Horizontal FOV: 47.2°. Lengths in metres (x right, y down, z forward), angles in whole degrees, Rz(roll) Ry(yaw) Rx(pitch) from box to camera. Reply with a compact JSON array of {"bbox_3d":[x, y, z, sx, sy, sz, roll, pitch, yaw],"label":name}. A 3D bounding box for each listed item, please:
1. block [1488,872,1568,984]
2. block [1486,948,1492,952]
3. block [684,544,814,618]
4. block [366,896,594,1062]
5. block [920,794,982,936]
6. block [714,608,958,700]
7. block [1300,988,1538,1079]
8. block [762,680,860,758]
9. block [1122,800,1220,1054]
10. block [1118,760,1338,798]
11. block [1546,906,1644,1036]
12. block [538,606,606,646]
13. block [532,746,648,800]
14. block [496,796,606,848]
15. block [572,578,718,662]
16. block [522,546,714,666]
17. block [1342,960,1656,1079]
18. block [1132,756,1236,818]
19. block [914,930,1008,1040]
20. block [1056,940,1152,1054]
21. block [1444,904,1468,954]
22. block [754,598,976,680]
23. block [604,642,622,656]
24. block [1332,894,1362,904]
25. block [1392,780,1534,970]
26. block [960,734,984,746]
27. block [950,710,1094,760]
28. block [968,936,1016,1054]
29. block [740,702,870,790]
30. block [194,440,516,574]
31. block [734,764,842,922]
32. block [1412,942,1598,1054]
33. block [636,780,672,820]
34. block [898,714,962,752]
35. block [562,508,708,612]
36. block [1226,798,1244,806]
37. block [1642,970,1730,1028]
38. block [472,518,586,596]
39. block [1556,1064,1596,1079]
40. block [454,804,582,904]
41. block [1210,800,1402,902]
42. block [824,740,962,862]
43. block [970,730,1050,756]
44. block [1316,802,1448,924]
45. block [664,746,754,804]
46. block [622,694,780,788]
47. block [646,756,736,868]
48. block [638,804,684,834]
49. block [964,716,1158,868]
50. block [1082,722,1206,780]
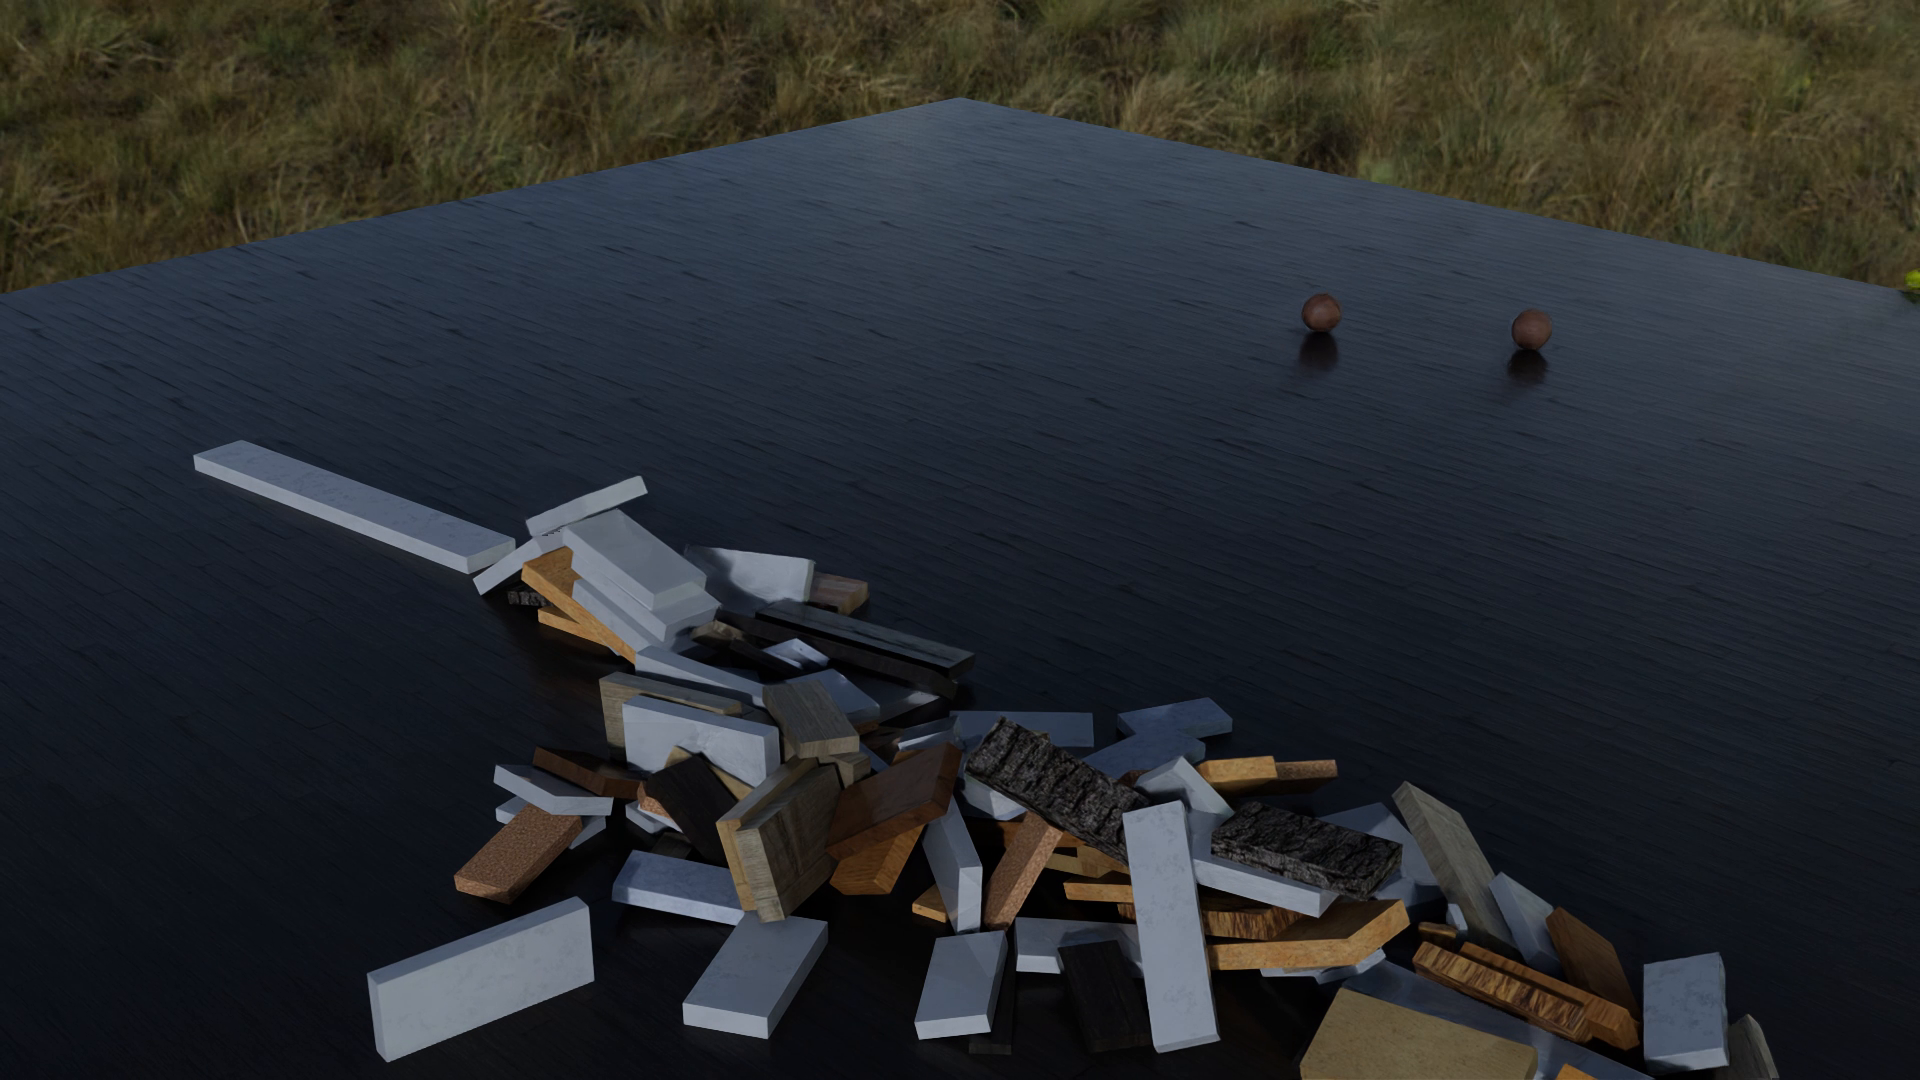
[{"bbox_3d":[1.043,0.709,3.955,0.129,0.036,0.257,34,18,-15],"label":"block"},{"bbox_3d":[0.950,0.757,3.821,0.130,0.018,0.065,37,-16,-2],"label":"block"},{"bbox_3d":[-0.519,0.110,5.299,0.319,0.159,0.045,7,-9,15],"label":"block"},{"bbox_3d":[-0.819,0.753,3.788,0.393,0.155,0.044,-17,28,-34],"label":"block"},{"bbox_3d":[-0.025,0.575,4.161,0.042,0.149,0.422,-3,23,-11],"label":"block"},{"bbox_3d":[-0.285,0.255,4.928,0.587,0.037,0.130,14,-12,29],"label":"block"},{"bbox_3d":[0.735,0.844,3.530,0.336,0.048,0.168,13,47,30],"label":"block"},{"bbox_3d":[-0.301,0.357,4.405,0.121,0.034,0.258,-6,24,-21],"label":"block"},{"bbox_3d":[0.366,0.667,3.832,0.110,0.031,0.455,-15,51,12],"label":"block"},{"bbox_3d":[0.524,0.482,4.378,0.443,0.036,0.127,-1,-21,-18],"label":"block"},{"bbox_3d":[1.109,0.756,3.844,0.129,0.036,0.257,35,20,-12],"label":"block"},{"bbox_3d":[-0.887,0.190,5.270,0.231,0.033,0.116,16,28,33],"label":"block"},{"bbox_3d":[-0.745,0.476,4.485,0.130,0.037,0.260,13,1,-44],"label":"block"},{"bbox_3d":[-0.821,0.557,4.411,0.203,0.028,0.099,14,27,30],"label":"block"},{"bbox_3d":[-0.722,0.176,5.069,0.338,0.048,0.169,35,37,31],"label":"block"},{"bbox_3d":[-0.801,0.166,5.146,0.486,0.048,0.169,33,36,28],"label":"block"},{"bbox_3d":[1.039,0.877,3.505,0.942,0.031,0.108,19,30,38],"label":"block"},{"bbox_3d":[0.455,0.528,4.120,0.130,0.261,0.037,-35,11,49],"label":"block"},{"bbox_3d":[0.005,0.776,3.846,0.126,0.036,0.253,-9,22,13],"label":"block"},{"bbox_3d":[0.248,0.788,3.805,0.110,0.031,0.220,-5,36,-12],"label":"block"},{"bbox_3d":[0.875,0.715,3.897,0.018,0.130,0.065,-4,33,-4],"label":"block"},{"bbox_3d":[-0.222,0.229,5.059,0.516,0.036,0.126,15,20,25],"label":"block"},{"bbox_3d":[-0.822,0.183,5.188,0.116,0.033,0.231,-17,43,-40],"label":"block"},{"bbox_3d":[0.704,0.700,4.058,0.059,0.017,0.118,9,33,32],"label":"block"},{"bbox_3d":[0.943,0.628,4.095,0.146,0.041,0.498,31,19,-20],"label":"block"},{"bbox_3d":[0.000,0.411,4.483,0.047,0.013,0.095,-16,2,-38],"label":"block"},{"bbox_3d":[0.130,0.423,4.708,0.310,0.044,0.155,1,23,2],"label":"block"},{"bbox_3d":[0.061,0.795,3.861,0.072,0.020,0.328,1,23,3],"label":"block"},{"bbox_3d":[-0.330,0.469,4.425,0.360,0.180,0.051,18,28,36],"label":"block"},{"bbox_3d":[-1.655,-0.101,5.941,1.177,0.045,0.159,17,28,35],"label":"block"},{"bbox_3d":[-0.303,0.565,4.131,0.050,0.176,0.353,-12,9,22],"label":"block"},{"bbox_3d":[0.918,0.787,3.713,0.299,0.149,0.042,19,61,38],"label":"block"},{"bbox_3d":[-0.536,0.533,4.343,0.199,0.028,0.099,21,7,-17],"label":"block"},{"bbox_3d":[-0.059,0.397,4.453,0.112,0.032,0.223,-15,2,4],"label":"block"},{"bbox_3d":[-0.754,0.043,5.088,0.319,0.045,0.160,34,37,30],"label":"block"},{"bbox_3d":[0.486,0.580,4.349,0.242,0.034,0.121,-14,27,-30],"label":"block"},{"bbox_3d":[1.253,0.806,3.790,0.108,0.031,0.216,-11,21,11],"label":"block"},{"bbox_3d":[-1.045,0.042,5.378,0.160,0.045,0.320,-24,-2,-44],"label":"block"},{"bbox_3d":[1.048,0.956,3.331,0.383,0.048,0.168,22,68,42],"label":"block"},{"bbox_3d":[-0.851,0.604,4.252,0.123,0.035,0.247,10,32,23],"label":"block"},{"bbox_3d":[0.612,0.547,3.890,0.299,0.042,0.149,13,25,32],"label":"block"},{"bbox_3d":[-0.126,0.492,4.134,0.292,0.041,0.146,-29,31,37],"label":"block"},{"bbox_3d":[0.099,0.407,4.321,0.144,0.020,0.072,-19,12,-35],"label":"block"},{"bbox_3d":[0.815,0.617,4.202,0.149,0.042,0.299,-11,32,-18],"label":"block"},{"bbox_3d":[-0.478,0.498,4.363,0.256,0.075,0.021,26,5,22],"label":"block"},{"bbox_3d":[-0.520,0.434,4.428,0.353,0.176,0.050,10,23,29],"label":"block"},{"bbox_3d":[-0.488,0.538,4.280,0.247,0.035,0.123,47,38,19],"label":"block"},{"bbox_3d":[-0.556,0.551,4.348,0.150,0.021,0.075,25,7,15],"label":"block"},{"bbox_3d":[0.201,0.467,4.058,0.371,0.037,0.130,29,50,13],"label":"block"},{"bbox_3d":[0.379,0.458,4.584,0.254,0.036,0.127,-19,30,-38],"label":"block"}]
